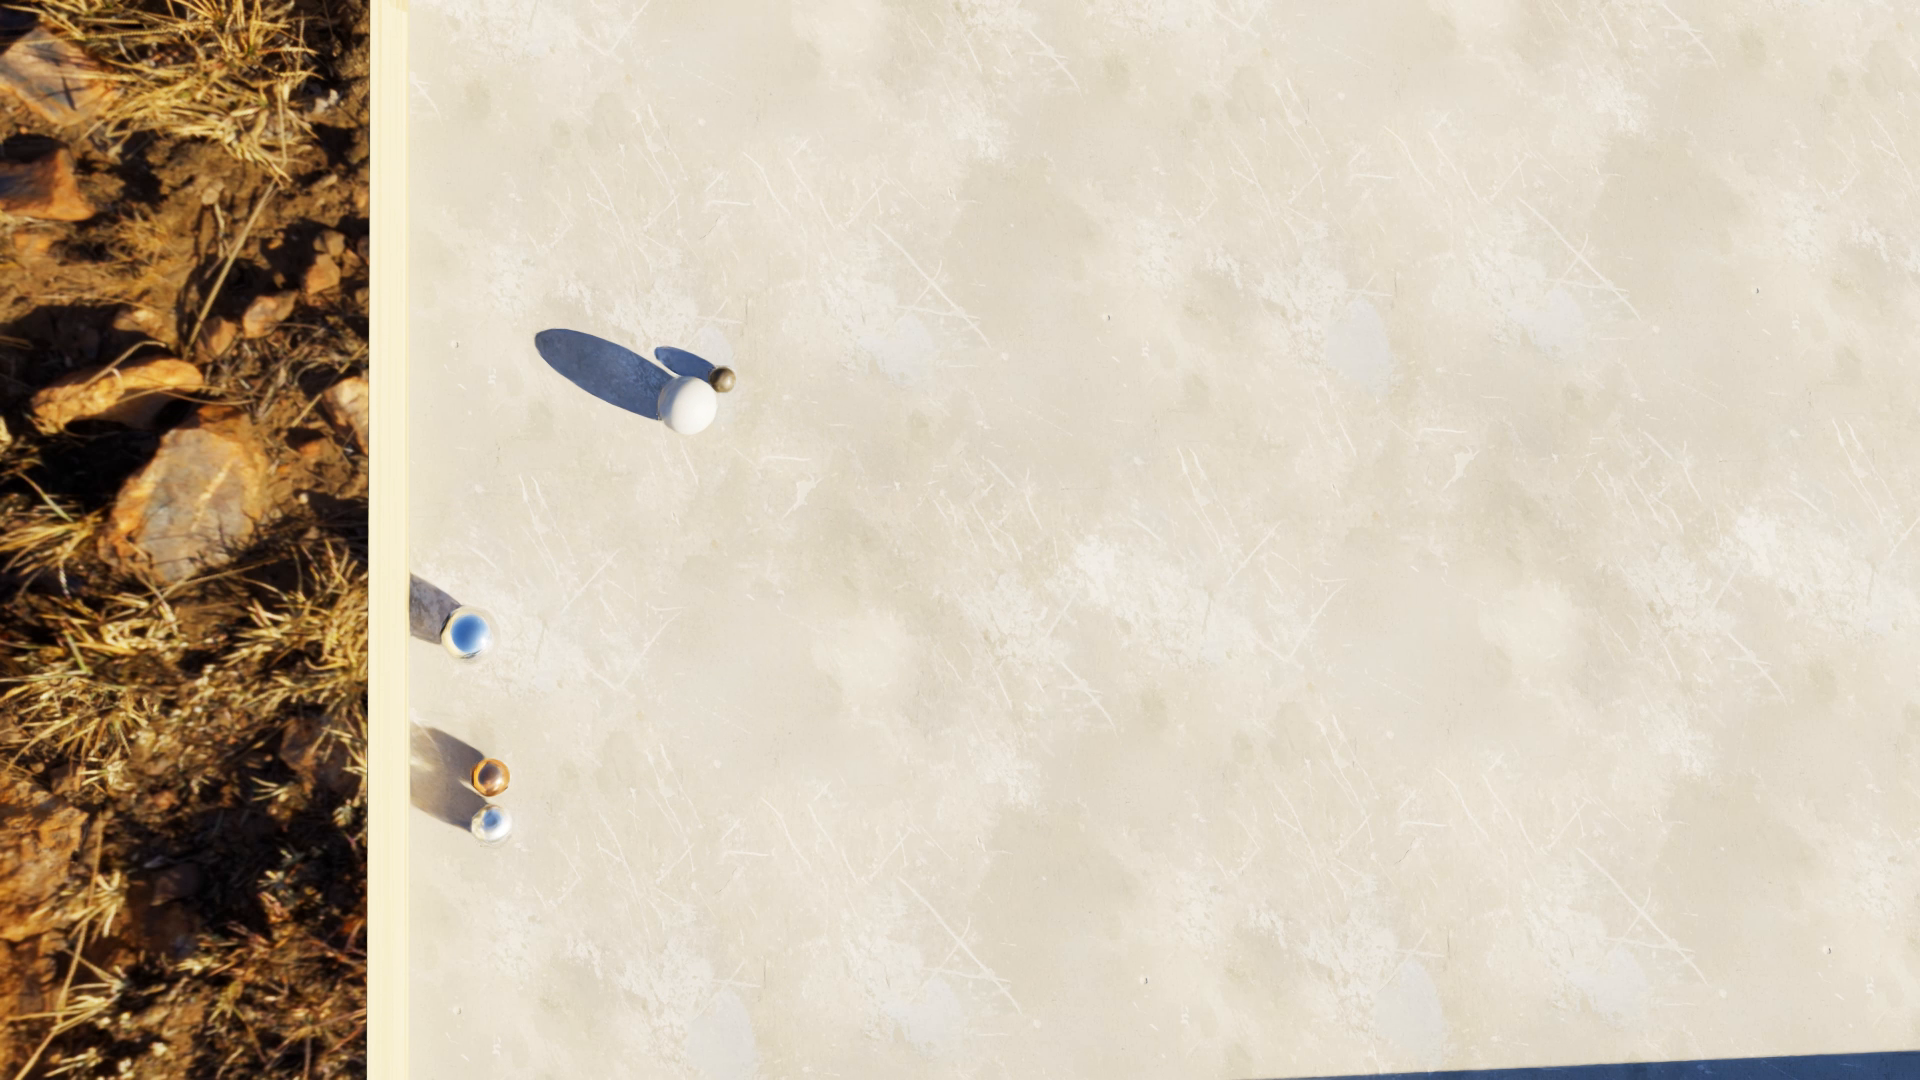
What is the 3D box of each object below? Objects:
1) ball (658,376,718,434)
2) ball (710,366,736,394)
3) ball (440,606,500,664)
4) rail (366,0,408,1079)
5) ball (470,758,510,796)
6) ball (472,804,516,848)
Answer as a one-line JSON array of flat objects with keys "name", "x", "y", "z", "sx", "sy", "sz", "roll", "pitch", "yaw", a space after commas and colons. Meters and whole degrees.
[{"name": "ball", "x": -0.410, "y": -0.203, "z": 3.309, "sx": 0.089, "sy": 0.089, "sz": 0.089, "roll": 0, "pitch": 80, "yaw": 0}, {"name": "ball", "x": -0.361, "y": -0.243, "z": 3.340, "sx": 0.041, "sy": 0.041, "sz": 0.041, "roll": 0, "pitch": 80, "yaw": 0}, {"name": "ball", "x": -0.723, "y": 0.140, "z": 3.250, "sx": 0.087, "sy": 0.087, "sz": 0.087, "roll": 0, "pitch": 80, "yaw": 0}, {"name": "rail", "x": -0.838, "y": 0.031, "z": 3.253, "sx": 0.045, "sy": 0.115, "sz": 1.951, "roll": -2, "pitch": 80, "yaw": 0}, {"name": "ball", "x": -0.689, "y": 0.348, "z": 3.229, "sx": 0.056, "sy": 0.056, "sz": 0.056, "roll": 0, "pitch": 80, "yaw": 0}, {"name": "ball", "x": -0.682, "y": 0.417, "z": 3.214, "sx": 0.062, "sy": 0.062, "sz": 0.062, "roll": 0, "pitch": 80, "yaw": 0}]
